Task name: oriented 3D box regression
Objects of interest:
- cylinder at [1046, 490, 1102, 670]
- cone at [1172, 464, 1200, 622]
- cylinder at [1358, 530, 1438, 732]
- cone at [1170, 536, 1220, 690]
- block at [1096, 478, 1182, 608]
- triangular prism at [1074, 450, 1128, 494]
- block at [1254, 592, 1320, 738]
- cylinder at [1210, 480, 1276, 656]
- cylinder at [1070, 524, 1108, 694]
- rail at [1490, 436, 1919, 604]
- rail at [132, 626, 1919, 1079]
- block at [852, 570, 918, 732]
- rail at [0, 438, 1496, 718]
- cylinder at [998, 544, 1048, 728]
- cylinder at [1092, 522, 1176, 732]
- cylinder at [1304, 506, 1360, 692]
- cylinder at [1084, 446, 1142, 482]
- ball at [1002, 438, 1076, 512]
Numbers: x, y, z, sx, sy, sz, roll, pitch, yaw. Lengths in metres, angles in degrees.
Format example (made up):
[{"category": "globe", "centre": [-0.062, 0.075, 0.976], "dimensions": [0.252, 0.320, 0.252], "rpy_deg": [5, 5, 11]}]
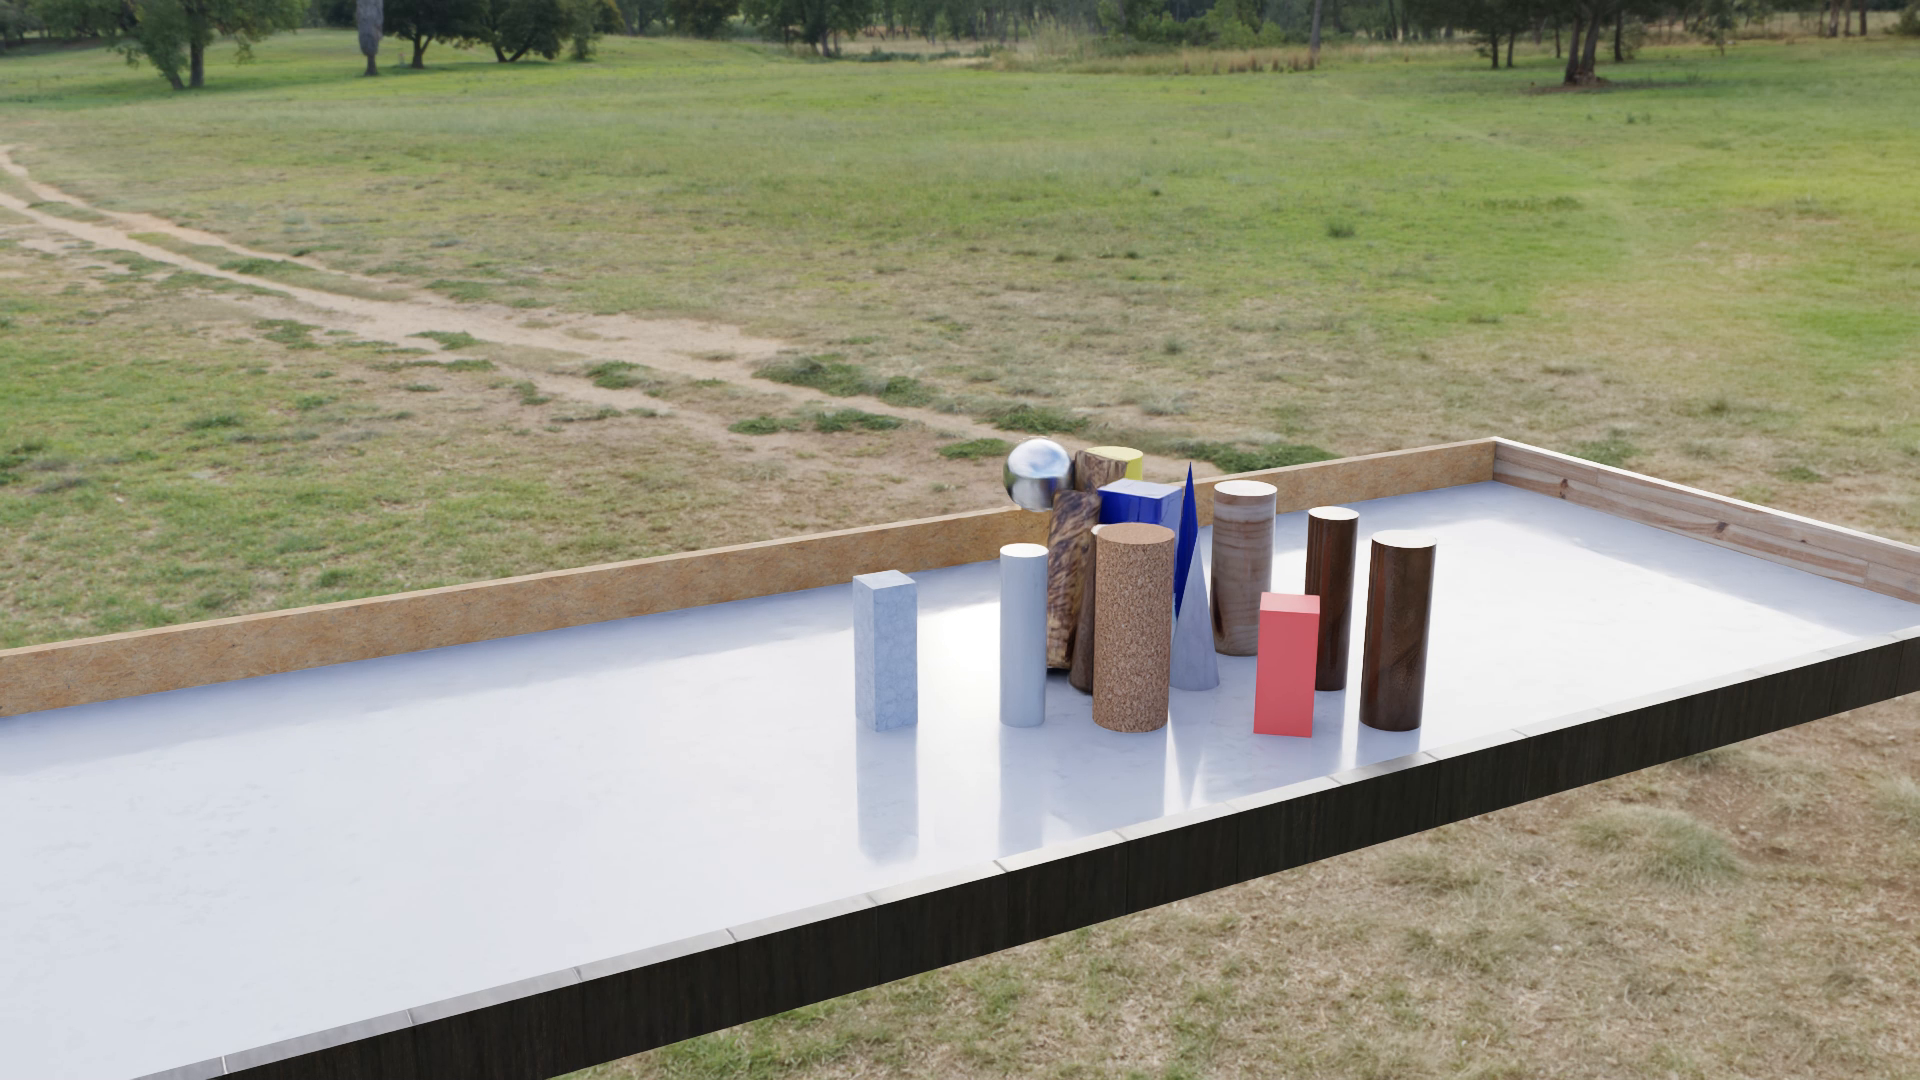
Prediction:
[{"category": "cylinder", "centre": [0.270, 0.102, 4.193], "dimensions": [0.122, 0.445, 0.122], "rpy_deg": [8, -4, 1]}, {"category": "cone", "centre": [0.629, -0.002, 4.565], "dimensions": [0.133, 0.449, 0.133], "rpy_deg": [0, 16, 0]}, {"category": "cylinder", "centre": [1.019, 0.211, 3.844], "dimensions": [0.146, 0.447, 0.146], "rpy_deg": [0, 16, 0]}, {"category": "cone", "centre": [0.583, 0.167, 4.095], "dimensions": [0.140, 0.391, 0.140], "rpy_deg": [0, 16, 0]}, {"category": "block", "centre": [0.457, 0.073, 4.325], "dimensions": [0.170, 0.428, 0.170], "rpy_deg": [10, 16, 27]}, {"category": "triangular prism", "centre": [0.335, -0.034, 4.649], "dimensions": [0.129, 0.426, 0.149], "rpy_deg": [17, 6, 25]}, {"category": "block", "centre": [0.759, 0.289, 3.835], "dimensions": [0.132, 0.302, 0.132], "rpy_deg": [3, 17, 11]}, {"category": "cylinder", "centre": [0.740, 0.074, 4.330], "dimensions": [0.160, 0.435, 0.160], "rpy_deg": [0, 16, 0]}, {"category": "cylinder", "centre": [0.360, 0.171, 4.044], "dimensions": [0.132, 0.398, 0.132], "rpy_deg": [6, 19, -2]}, {"category": "rail", "centre": [2.466, -0.048, 5.253], "dimensions": [0.050, 0.150, 2.100], "rpy_deg": [-9, 18, -27]}, {"category": "rail", "centre": [-2.336, 1.006, 1.665], "dimensions": [12.000, 0.150, 0.050], "rpy_deg": [-9, 18, -27]}, {"category": "block", "centre": [-0.174, 0.258, 3.856], "dimensions": [0.111, 0.349, 0.111], "rpy_deg": [-9, 18, -27]}, {"category": "rail", "centre": [-3.305, 0.497, 3.399], "dimensions": [12.000, 0.150, 0.050], "rpy_deg": [-9, 18, -27]}, {"category": "cylinder", "centre": [0.147, 0.224, 3.853], "dimensions": [0.111, 0.418, 0.111], "rpy_deg": [0, 16, 0]}, {"category": "cylinder", "centre": [0.404, 0.203, 3.852], "dimensions": [0.179, 0.457, 0.179], "rpy_deg": [0, 16, 0]}, {"category": "cylinder", "centre": [0.910, 0.146, 4.075], "dimensions": [0.120, 0.441, 0.120], "rpy_deg": [0, 16, 0]}, {"category": "cylinder", "centre": [0.442, -0.059, 4.844], "dimensions": [0.176, 0.401, 0.176], "rpy_deg": [0, 16, 0]}, {"category": "ball", "centre": [0.221, -0.181, 4.597], "dimensions": [0.205, 0.205, 0.205], "rpy_deg": [0, 16, 0]}]
